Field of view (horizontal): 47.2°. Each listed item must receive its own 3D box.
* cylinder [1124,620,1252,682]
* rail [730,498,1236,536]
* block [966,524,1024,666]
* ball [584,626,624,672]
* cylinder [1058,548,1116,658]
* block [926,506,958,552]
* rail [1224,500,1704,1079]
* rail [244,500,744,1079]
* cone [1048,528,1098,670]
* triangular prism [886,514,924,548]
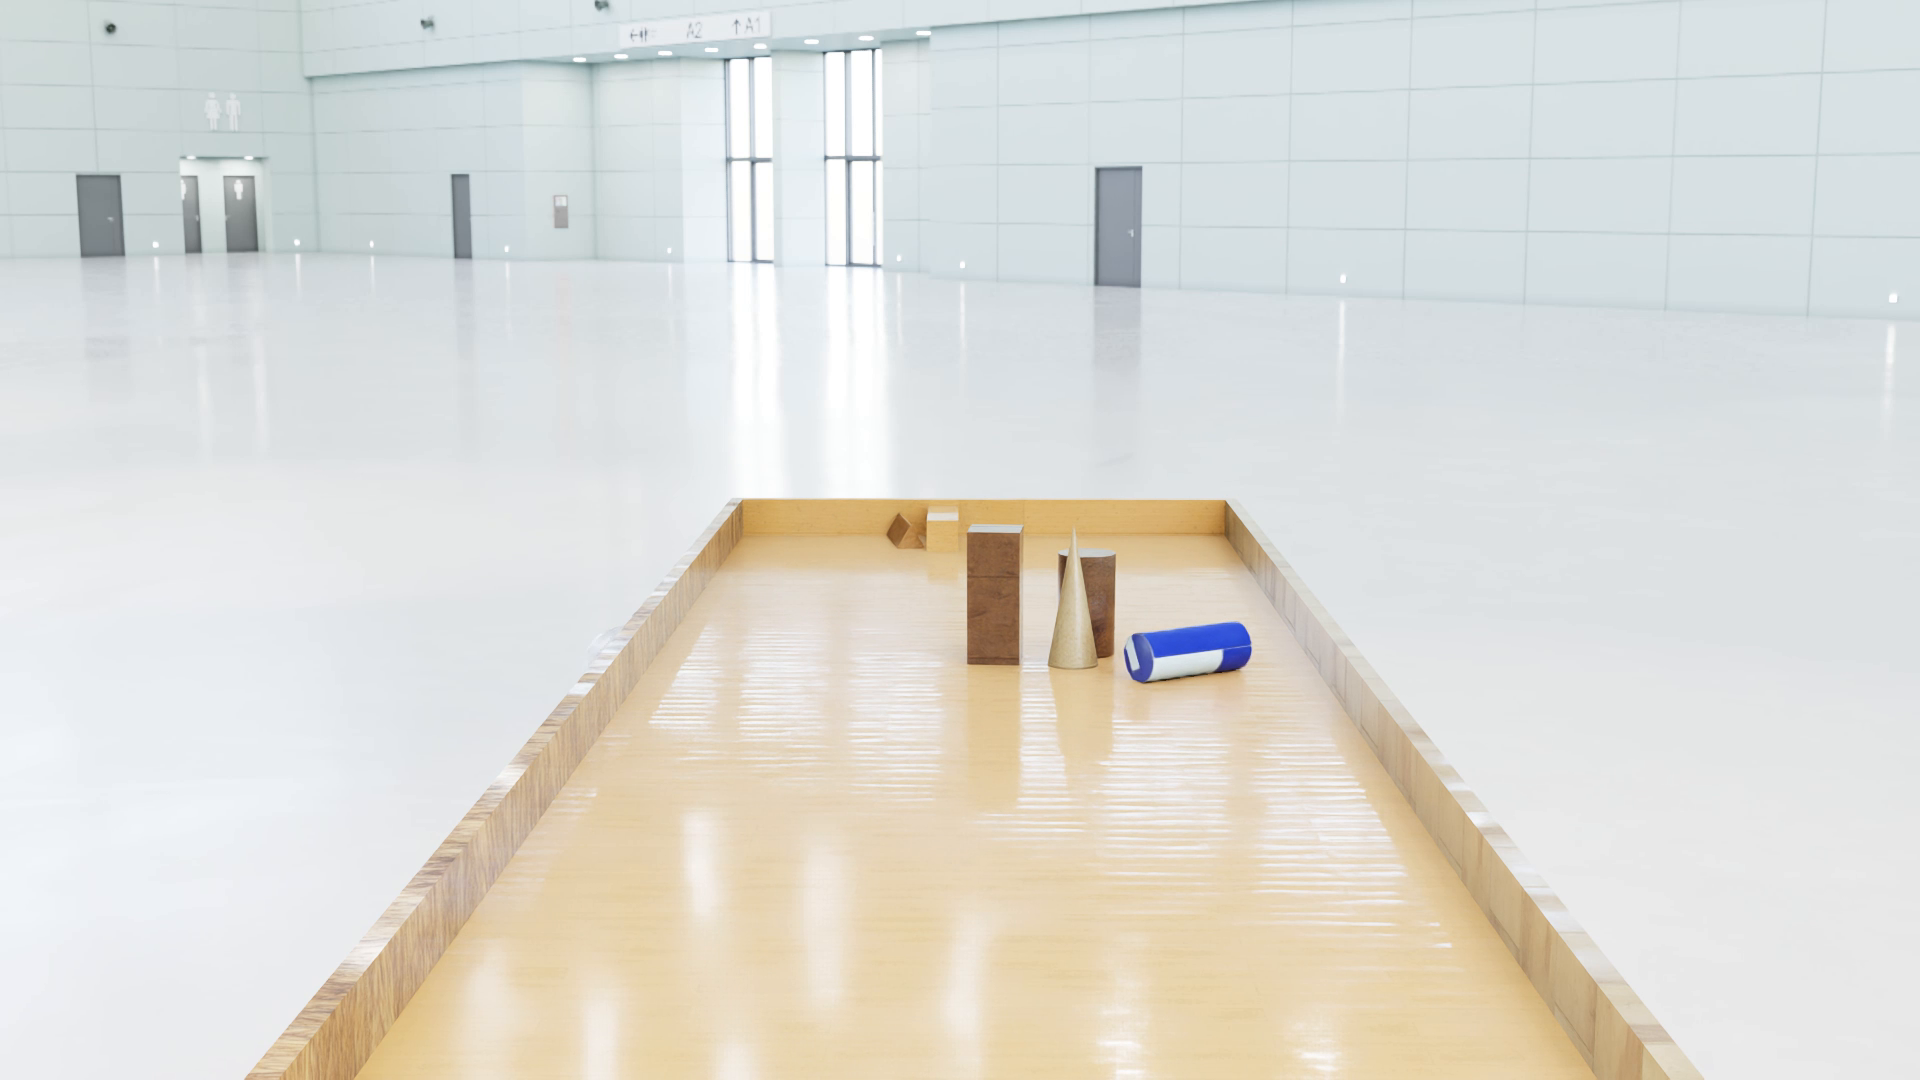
[{"bbox_3d":[0.673,0.327,6.490,0.361,0.143,0.143,-5,11,-31],"label":"cylinder"},{"bbox_3d":[0.099,-0.098,9.147,2.100,0.150,0.050,0,9,1],"label":"rail"},{"bbox_3d":[0.108,0.165,6.676,0.159,0.404,0.159,1,9,6],"label":"block"},{"bbox_3d":[-1.399,0.526,9.167,0.337,0.337,0.337,0,9,0],"label":"ball"},{"bbox_3d":[0.390,0.194,6.780,0.178,0.314,0.178,0,9,0],"label":"cylinder"},{"bbox_3d":[-0.069,-0.049,8.922,0.124,0.124,0.413,0,9,0],"label":"block"},{"bbox_3d":[1.046,0.843,3.208,0.050,0.150,12.000,0,9,1],"label":"rail"},{"bbox_3d":[-1.004,0.839,3.234,0.050,0.150,12.000,0,9,1],"label":"rail"},{"bbox_3d":[0.341,0.162,6.603,0.154,0.433,0.154,0,9,0],"label":"cone"},{"bbox_3d":[-0.224,-0.041,8.952,0.107,0.093,0.348,-1,9,-9],"label":"triangular prism"}]
